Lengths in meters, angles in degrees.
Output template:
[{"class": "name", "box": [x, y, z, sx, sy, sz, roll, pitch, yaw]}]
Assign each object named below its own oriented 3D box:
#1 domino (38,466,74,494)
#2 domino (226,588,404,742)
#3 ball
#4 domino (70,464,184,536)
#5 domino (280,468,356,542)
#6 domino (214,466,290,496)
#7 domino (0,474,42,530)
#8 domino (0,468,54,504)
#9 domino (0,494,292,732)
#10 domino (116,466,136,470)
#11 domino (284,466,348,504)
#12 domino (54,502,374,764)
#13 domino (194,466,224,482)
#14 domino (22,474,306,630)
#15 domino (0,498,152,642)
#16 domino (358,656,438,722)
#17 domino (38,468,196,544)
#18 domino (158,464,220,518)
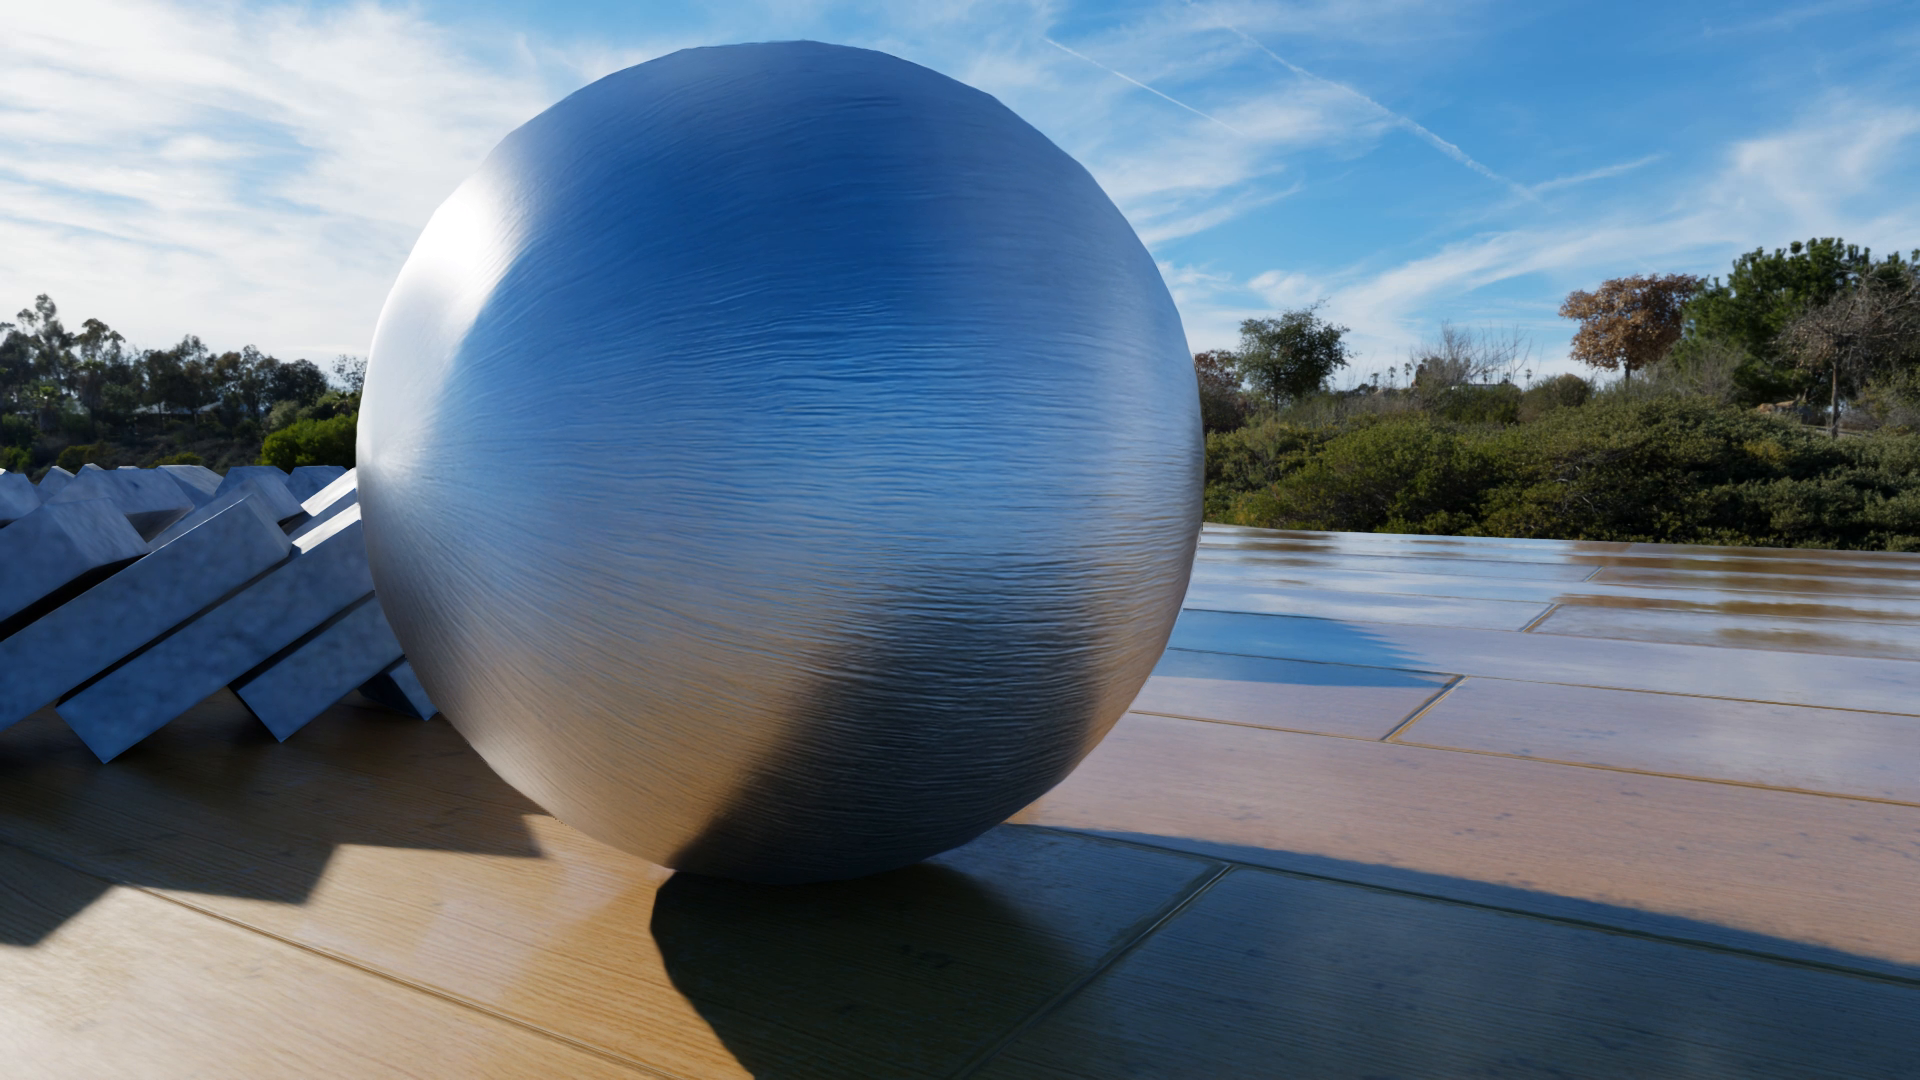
[{"class": "domino", "box": [-0.285, -0.008, 0.437, 0.050, 0.009, 0.025, 35, -15, -29]}, {"class": "domino", "box": [-0.090, 0.010, 0.202, 0.050, 0.010, 0.025, -41, 27, -28]}, {"class": "ball", "box": [-0.016, -0.007, 0.128, 0.080, 0.080, 0.080, 0, 4, 0]}, {"class": "domino", "box": [-0.233, -0.004, 0.376, 0.050, 0.009, 0.025, 38, -14, -26]}, {"class": "domino", "box": [-0.139, 0.004, 0.262, 0.050, 0.010, 0.025, -44, 27, -25]}, {"class": "domino", "box": [-0.198, -0.005, 0.395, 0.050, 0.009, 0.025, 34, 3, -3]}, {"class": "domino", "box": [-0.191, 0.007, 0.230, 0.050, 0.009, 0.025, -36, -7, 19]}, {"class": "domino", "box": [-0.246, -0.002, 0.361, 0.025, 0.009, 0.050, 5, -27, 50]}, {"class": "domino", "box": [-0.120, 0.012, 0.179, 0.050, 0.010, 0.025, -37, 18, -19]}, {"class": "domino", "box": [-0.269, -0.009, 0.449, 0.050, 0.010, 0.025, 33, -8, -20]}, {"class": "domino", "box": [-0.180, -0.005, 0.396, 0.050, 0.009, 0.025, 34, 6, 1]}, {"class": "domino", "box": [-0.104, 0.011, 0.189, 0.050, 0.010, 0.025, -38, 21, -22]}, {"class": "domino", "box": [-0.252, -0.009, 0.458, 0.050, 0.010, 0.025, 32, -5, -16]}, {"class": "domino", "box": [-0.153, 0.006, 0.247, 0.050, 0.010, 0.025, -37, 15, -13]}, {"class": "domino", "box": [-0.136, 0.013, 0.169, 0.050, 0.009, 0.025, -34, 13, -12]}, {"class": "domino", "box": [-0.078, 0.008, 0.217, 0.025, 0.010, 0.050, 5, 40, 45]}, {"class": "domino", "box": [-0.171, 0.006, 0.237, 0.050, 0.010, 0.025, -37, 6, -1]}, {"class": "domino", "box": [-0.217, -0.005, 0.389, 0.050, 0.010, 0.025, 34, -4, -12]}]
